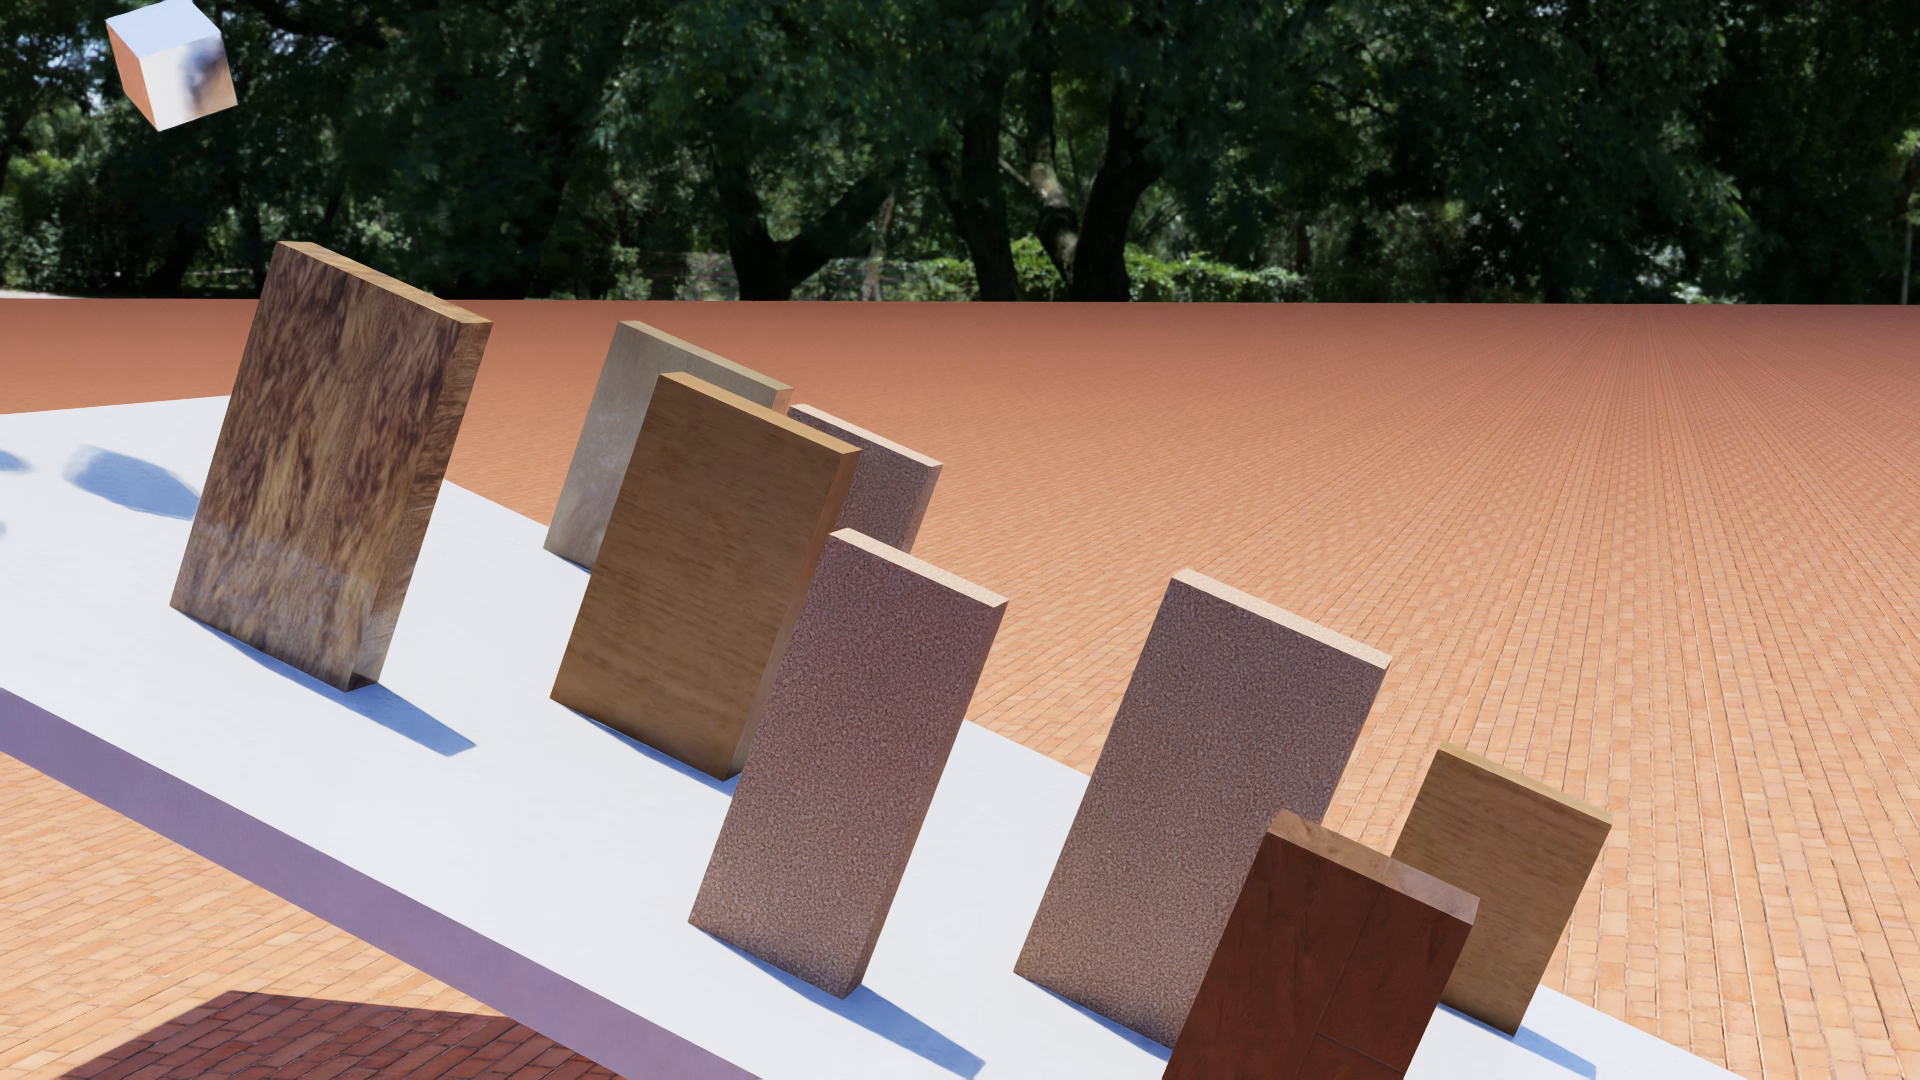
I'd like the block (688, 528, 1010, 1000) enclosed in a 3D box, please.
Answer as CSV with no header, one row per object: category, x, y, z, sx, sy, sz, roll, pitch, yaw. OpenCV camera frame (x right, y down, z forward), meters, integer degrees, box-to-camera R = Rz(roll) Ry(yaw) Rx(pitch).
block,-0.182,0.356,3.496,0.287,0.689,0.088,24,13,13

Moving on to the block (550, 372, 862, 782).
block,-0.493,0.069,4.228,0.394,0.681,0.108,24,13,13

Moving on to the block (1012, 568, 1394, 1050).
block,0.412,0.476,3.777,0.382,0.759,0.128,24,13,13

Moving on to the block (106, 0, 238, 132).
block,-1.628,-0.986,4.543,0.174,0.174,0.174,-27,52,-27

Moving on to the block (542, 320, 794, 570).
block,-0.687,-0.166,5.151,0.424,0.576,0.102,24,13,13

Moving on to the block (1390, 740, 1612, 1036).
block,1.053,0.705,4.471,0.365,0.483,0.095,24,13,13

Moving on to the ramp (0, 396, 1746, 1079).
ramp,-0.317,0.570,4.201,4.000,0.100,2.000,24,13,13

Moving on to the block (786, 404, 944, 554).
block,-0.303,0.079,4.570,0.326,0.646,0.083,24,13,13

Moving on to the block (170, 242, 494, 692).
block,-1.141,-0.133,3.974,0.392,0.711,0.108,24,13,13

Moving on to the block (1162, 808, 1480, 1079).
block,0.477,0.733,3.151,0.303,0.607,0.139,24,13,13
